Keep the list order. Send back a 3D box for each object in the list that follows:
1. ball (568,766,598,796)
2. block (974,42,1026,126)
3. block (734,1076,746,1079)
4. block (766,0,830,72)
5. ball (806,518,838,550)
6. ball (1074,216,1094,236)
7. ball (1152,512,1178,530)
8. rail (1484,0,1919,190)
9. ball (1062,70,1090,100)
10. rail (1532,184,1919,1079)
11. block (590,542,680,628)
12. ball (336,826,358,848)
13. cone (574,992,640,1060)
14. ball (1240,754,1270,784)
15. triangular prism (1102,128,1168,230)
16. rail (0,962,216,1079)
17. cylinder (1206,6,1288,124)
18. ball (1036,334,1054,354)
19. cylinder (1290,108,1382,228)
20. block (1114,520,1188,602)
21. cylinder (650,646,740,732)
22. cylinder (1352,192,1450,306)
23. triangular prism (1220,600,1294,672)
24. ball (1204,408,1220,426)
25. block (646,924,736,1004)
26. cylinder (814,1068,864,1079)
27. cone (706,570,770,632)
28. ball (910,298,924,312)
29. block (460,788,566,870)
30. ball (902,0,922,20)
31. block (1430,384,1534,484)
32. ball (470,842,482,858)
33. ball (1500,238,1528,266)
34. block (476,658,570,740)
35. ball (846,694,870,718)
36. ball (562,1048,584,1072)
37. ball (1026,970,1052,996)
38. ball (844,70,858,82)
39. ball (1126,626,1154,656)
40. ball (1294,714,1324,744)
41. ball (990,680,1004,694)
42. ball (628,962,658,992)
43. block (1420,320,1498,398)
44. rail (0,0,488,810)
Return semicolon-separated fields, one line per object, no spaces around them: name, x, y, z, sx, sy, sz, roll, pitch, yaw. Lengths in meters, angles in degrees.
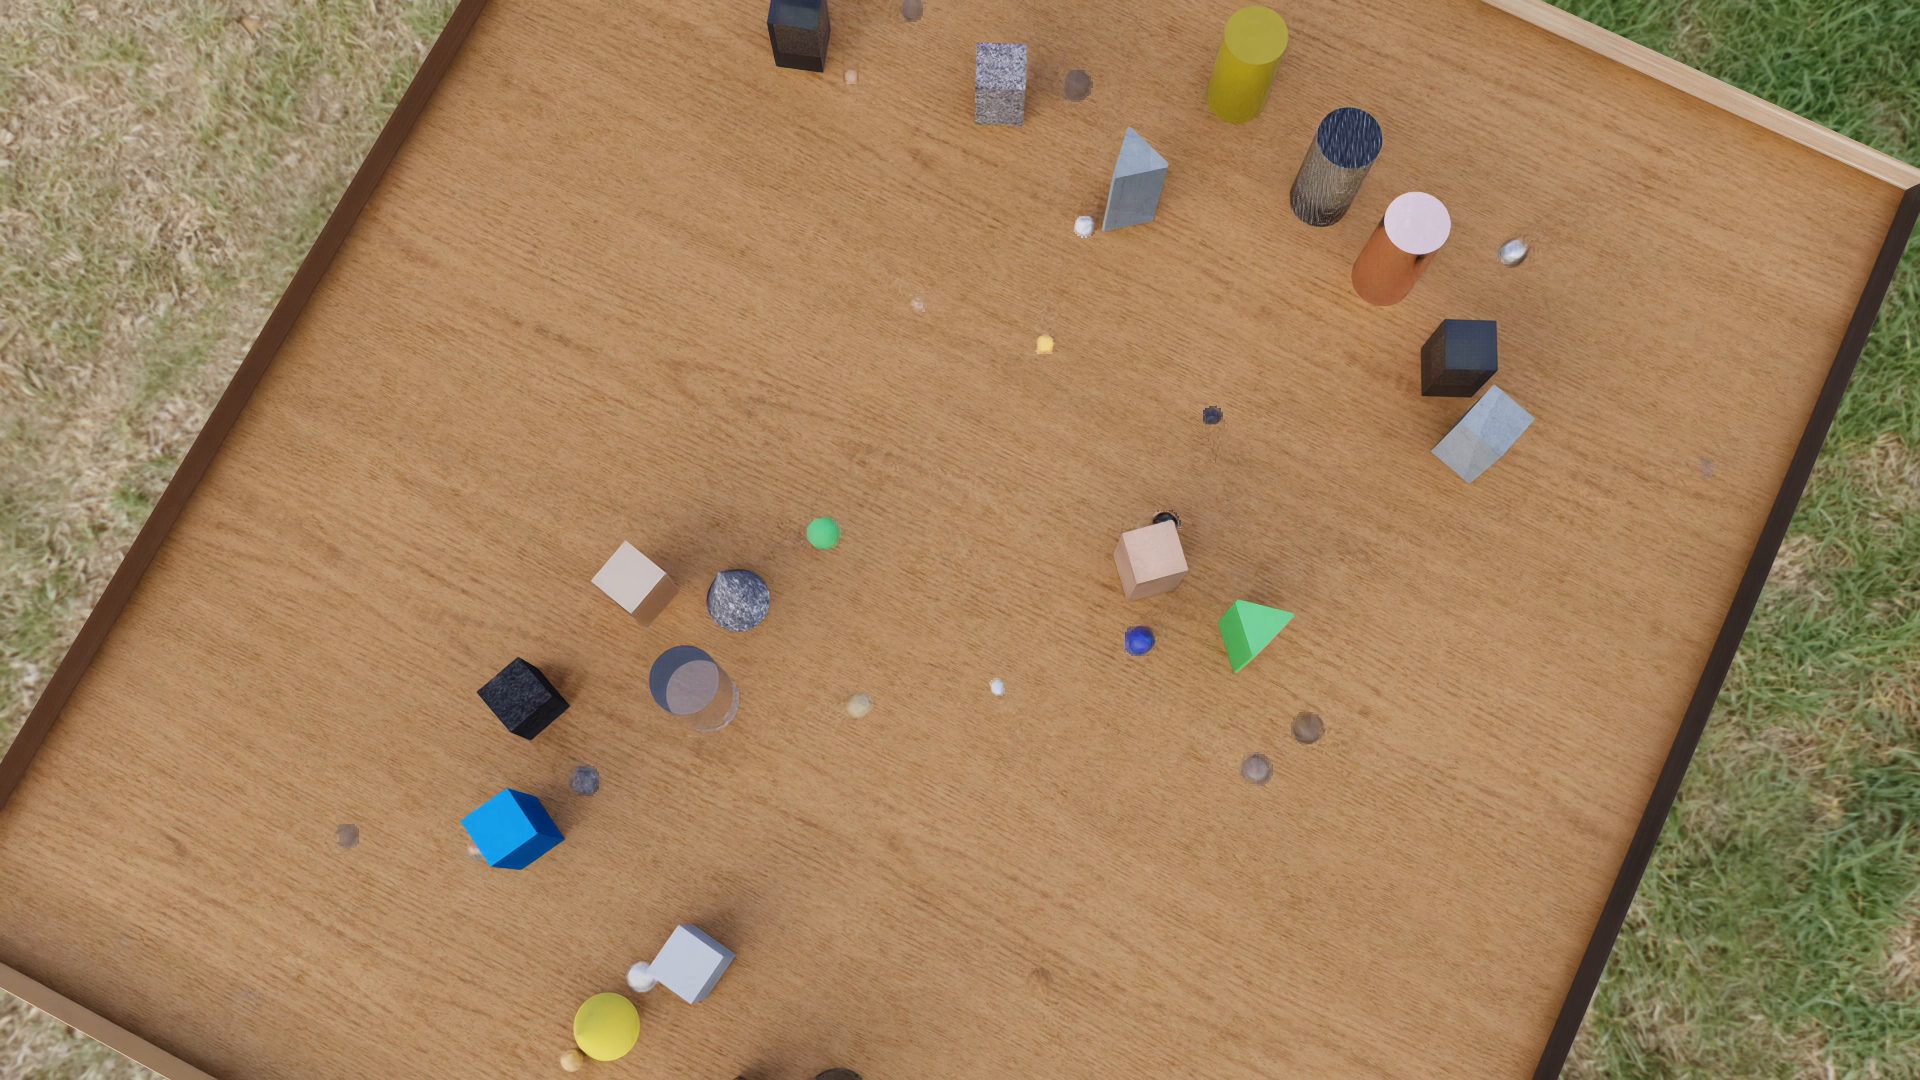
ball;-1.115;0.712;5.425;0.085;0.085;0.085;0;78;0
block;0.127;-1.435;5.781;0.155;0.259;0.155;2;78;0
block;-0.606;1.620;5.135;0.155;0.286;0.155;27;80;5
block;-0.508;-1.627;5.803;0.155;0.293;0.155;8;78;2
ball;-0.418;-0.021;5.571;0.097;0.097;0.097;0;78;0
ball;0.393;-0.994;5.790;0.062;0.062;0.062;0;78;0
ball;0.626;-0.047;5.585;0.079;0.079;0.079;0;78;0
rail;1.061;-2.071;5.980;4.416;0.125;0.045;26;80;5
ball;0.372;-1.458;5.872;0.091;0.091;0.091;0;78;0
rail;1.954;0.963;5.352;0.045;0.125;4.792;26;80;5
block;-0.962;0.135;5.448;0.155;0.275;0.155;38;81;7
ball;-1.808;0.875;5.403;0.063;0.063;0.063;0;78;0
cone;-1.026;1.371;5.120;0.193;0.417;0.193;0;78;0
ball;0.876;0.682;5.430;0.088;0.088;0.088;0;78;0
triangular prism;0.518;-1.113;5.629;0.167;0.427;0.145;-13;79;-3
rail;-1.061;2.084;5.120;4.416;0.125;0.045;26;80;5
cylinder;0.891;-1.476;5.710;0.193;0.414;0.193;0;78;0
ball;0.266;-0.612;5.714;0.057;0.057;0.057;0;78;0
cylinder;1.146;-1.135;5.614;0.193;0.464;0.193;0;78;0
block;0.563;0.065;5.442;0.155;0.314;0.155;-15;79;-3
cylinder;-0.760;0.434;5.282;0.193;0.478;0.193;0;78;0
cylinder;1.332;-0.877;5.562;0.193;0.462;0.193;0;78;0
triangular prism;0.838;0.258;5.381;0.145;0.357;0.167;44;82;8
ball;0.781;-0.381;5.670;0.050;0.050;0.050;0;78;0
block;-0.763;1.205;5.219;0.155;0.290;0.155;34;80;7
cylinder;-0.351;1.581;5.093;0.193;0.384;0.193;0;78;0
cone;-0.675;0.136;5.349;0.193;0.469;0.193;0;78;0
ball;-0.133;-0.739;5.747;0.044;0.044;0.044;0;78;0
block;-1.278;0.833;5.258;0.155;0.364;0.155;-35;80;-7
ball;-0.158;-1.719;5.939;0.066;0.066;0.066;0;78;0
block;1.566;-0.314;5.506;0.155;0.345;0.155;42;81;8
ball;-1.423;0.912;5.403;0.048;0.048;0.048;0;78;0
ball;1.741;-0.906;5.760;0.086;0.086;0.086;0;78;0
block;-1.281;0.469;5.389;0.155;0.256;0.155;-41;81;-8
ball;-0.305;0.496;5.476;0.075;0.075;0.075;0;78;0
ball;-1.115;1.498;5.274;0.064;0.064;0.064;0;78;0
ball;0.229;1.286;5.312;0.075;0.075;0.075;0;78;0
ball;-0.350;-1.494;5.904;0.043;0.043;0.043;0;78;0
ball;0.542;0.303;5.510;0.086;0.086;0.086;0;78;0
ball;1.038;0.562;5.454;0.091;0.091;0.091;0;78;0
ball;0.112;0.443;5.504;0.040;0.040;0.040;0;78;0
ball;-0.919;1.267;5.310;0.087;0.087;0.087;0;78;0
block;1.518;-0.551;5.583;0.155;0.288;0.155;2;78;0
rail;-1.954;-0.950;5.748;0.045;0.125;4.792;26;80;5
